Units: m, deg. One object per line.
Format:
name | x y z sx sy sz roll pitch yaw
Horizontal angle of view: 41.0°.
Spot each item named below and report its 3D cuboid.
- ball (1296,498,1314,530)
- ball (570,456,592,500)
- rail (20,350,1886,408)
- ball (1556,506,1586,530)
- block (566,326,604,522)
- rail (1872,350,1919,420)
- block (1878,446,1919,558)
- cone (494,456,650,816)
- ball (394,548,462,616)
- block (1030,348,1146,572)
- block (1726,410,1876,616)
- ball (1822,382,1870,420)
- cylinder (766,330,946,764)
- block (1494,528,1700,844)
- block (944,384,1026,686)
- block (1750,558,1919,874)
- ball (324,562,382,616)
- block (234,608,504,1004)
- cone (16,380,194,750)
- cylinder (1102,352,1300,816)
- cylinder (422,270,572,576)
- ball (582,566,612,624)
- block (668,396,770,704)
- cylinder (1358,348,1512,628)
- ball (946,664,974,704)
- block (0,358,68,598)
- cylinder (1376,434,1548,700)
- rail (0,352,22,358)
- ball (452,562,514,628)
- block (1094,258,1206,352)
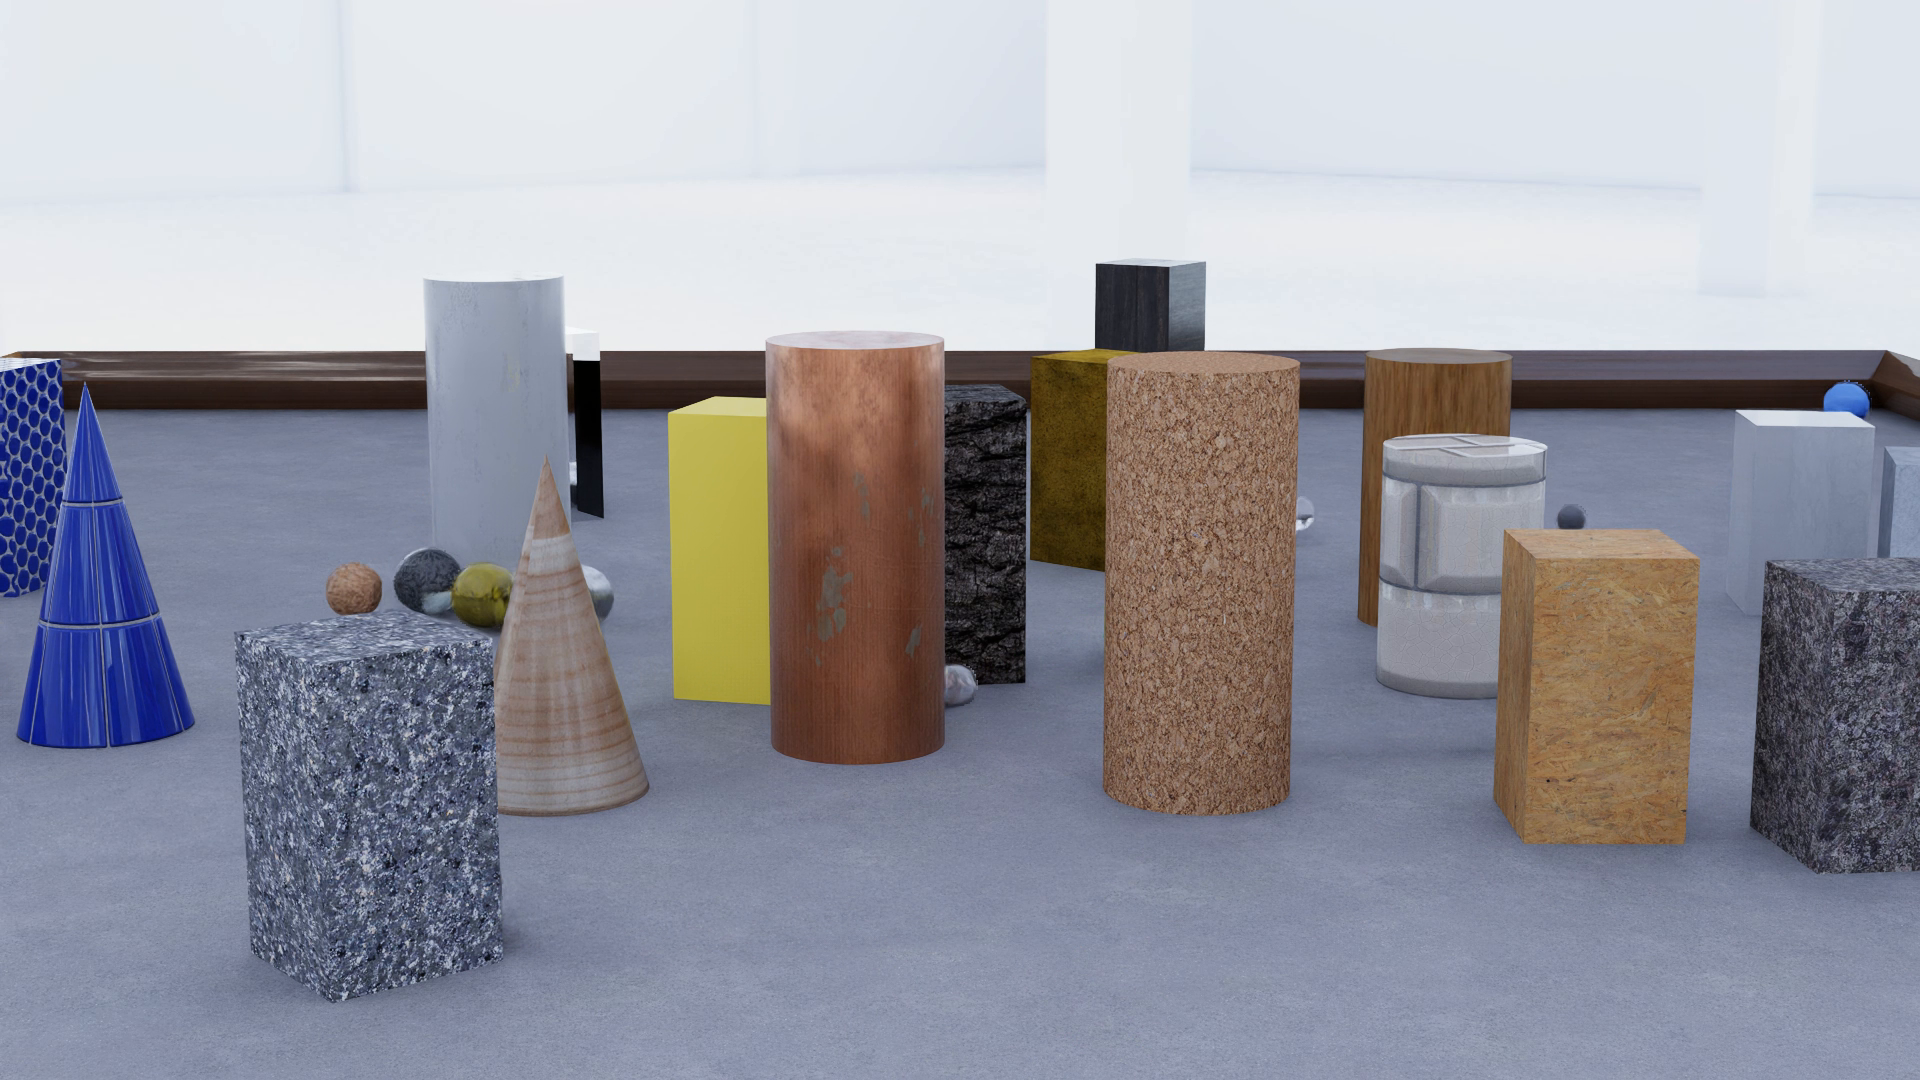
ball | 0.531 -0.040 4.034 0.052 0.052 0.052 0 11 0
ball | -0.657 -0.103 4.308 0.075 0.075 0.075 0 11 0
rail | -0.012 -0.337 5.424 3.961 0.123 0.045 0 11 0
ball | 0.955 -0.032 4.011 0.044 0.044 0.044 0 11 0
block | -0.680 -0.186 4.134 0.151 0.302 0.151 -7 13 -35
rail | 1.957 0.030 3.460 0.045 0.123 4.065 0 11 0
block | 1.216 0.022 3.157 0.151 0.251 0.151 3 11 14
cone | -0.410 0.083 2.569 0.189 0.346 0.189 0 11 0
ball | -0.707 0.056 3.415 0.090 0.090 0.090 0 11 0
block | 0.210 -0.120 3.780 0.151 0.302 0.151 9 14 40
block | 1.132 -0.038 3.465 0.151 0.255 0.151 1 11 6
ball | 1.789 -0.273 5.182 0.089 0.089 0.089 0 11 0
cylinder | -0.111 0.004 2.745 0.189 0.438 0.189 0 11 0
block | 0.609 0.138 2.469 0.151 0.274 0.151 0 11 1
block | -0.011 -0.008 3.076 0.151 0.339 0.151 -2 11 -11
block | 0.846 0.160 2.388 0.151 0.261 0.151 -1 11 -6
ball | -0.803 0.067 3.399 0.074 0.074 0.074 0 11 0
block | -0.481 0.210 2.090 0.151 0.272 0.151 -8 14 -38
cone | -0.945 0.018 2.806 0.189 0.387 0.189 0 11 0
cylinder | 0.240 0.039 2.565 0.189 0.435 0.189 0 11 0
cylinder | -0.630 -0.140 3.507 0.189 0.441 0.189 0 11 0
ball | -0.493 0.075 3.320 0.086 0.086 0.086 0 11 0
block | -0.239 0.010 2.996 0.151 0.333 0.151 3 11 15
cylinder | 0.622 -0.068 3.367 0.189 0.350 0.189 0 11 0
ball | -0.006 0.166 2.943 0.046 0.046 0.046 0 11 0
block | -1.359 -0.091 3.593 0.151 0.313 0.151 2 11 12
cylinder | 0.592 0.028 3.033 0.189 0.284 0.189 0 11 0
rail | -1.957 0.034 3.438 0.045 0.123 4.065 0 11 0
ball | -0.618 0.072 3.339 0.086 0.086 0.086 0 11 0
block | 0.352 -0.332 4.751 0.151 0.363 0.151 6 12 31
